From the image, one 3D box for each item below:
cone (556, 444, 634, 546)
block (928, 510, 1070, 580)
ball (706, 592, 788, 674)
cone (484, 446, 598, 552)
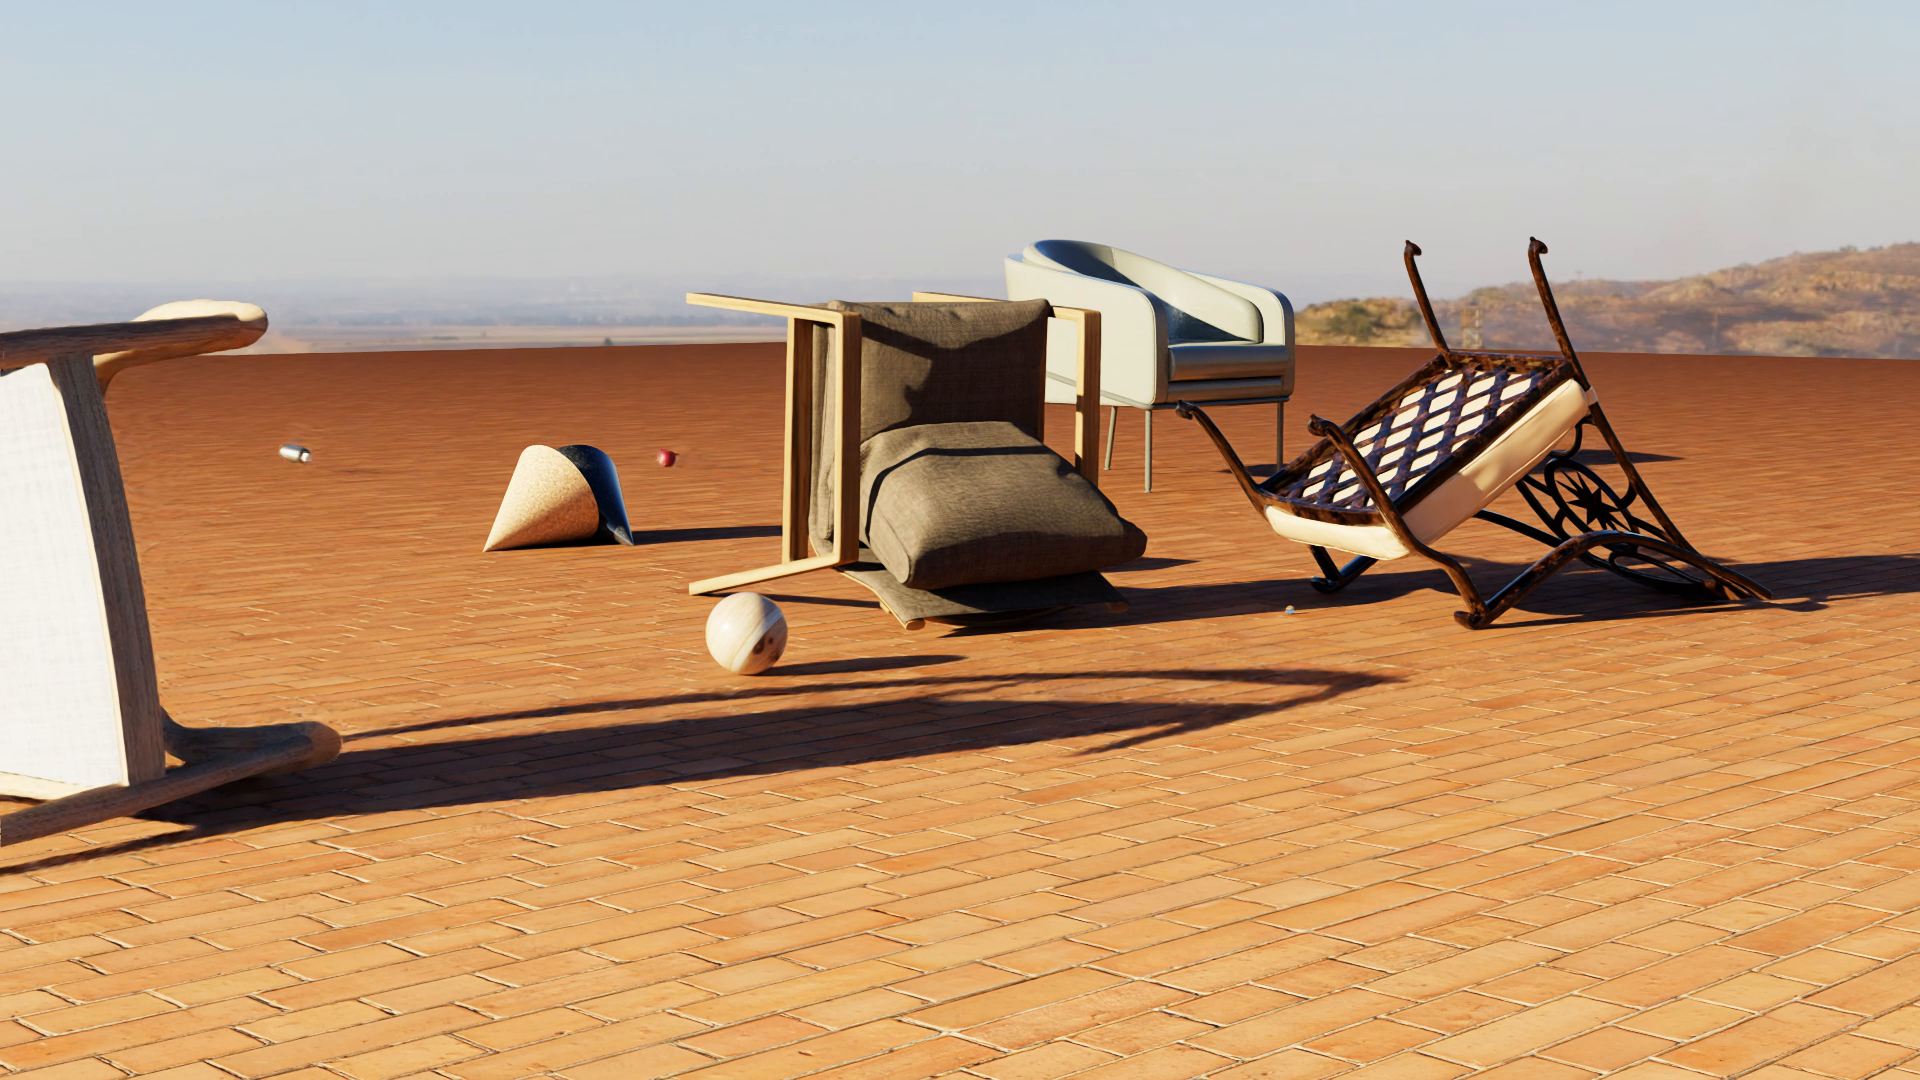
[{"bbox_3d":[-0.887,-0.056,6.378,0.278,0.246,0.325,32,4,-46],"label":"cone"},{"bbox_3d":[0.088,0.008,5.736,0.241,0.122,0.214,4,7,35],"label":"block"},{"bbox_3d":[-0.352,0.154,4.245,0.137,0.137,0.137,0,6,0],"label":"ball"},{"bbox_3d":[-1.065,-0.043,6.228,0.242,0.273,0.283,-6,27,41],"label":"cone"}]
